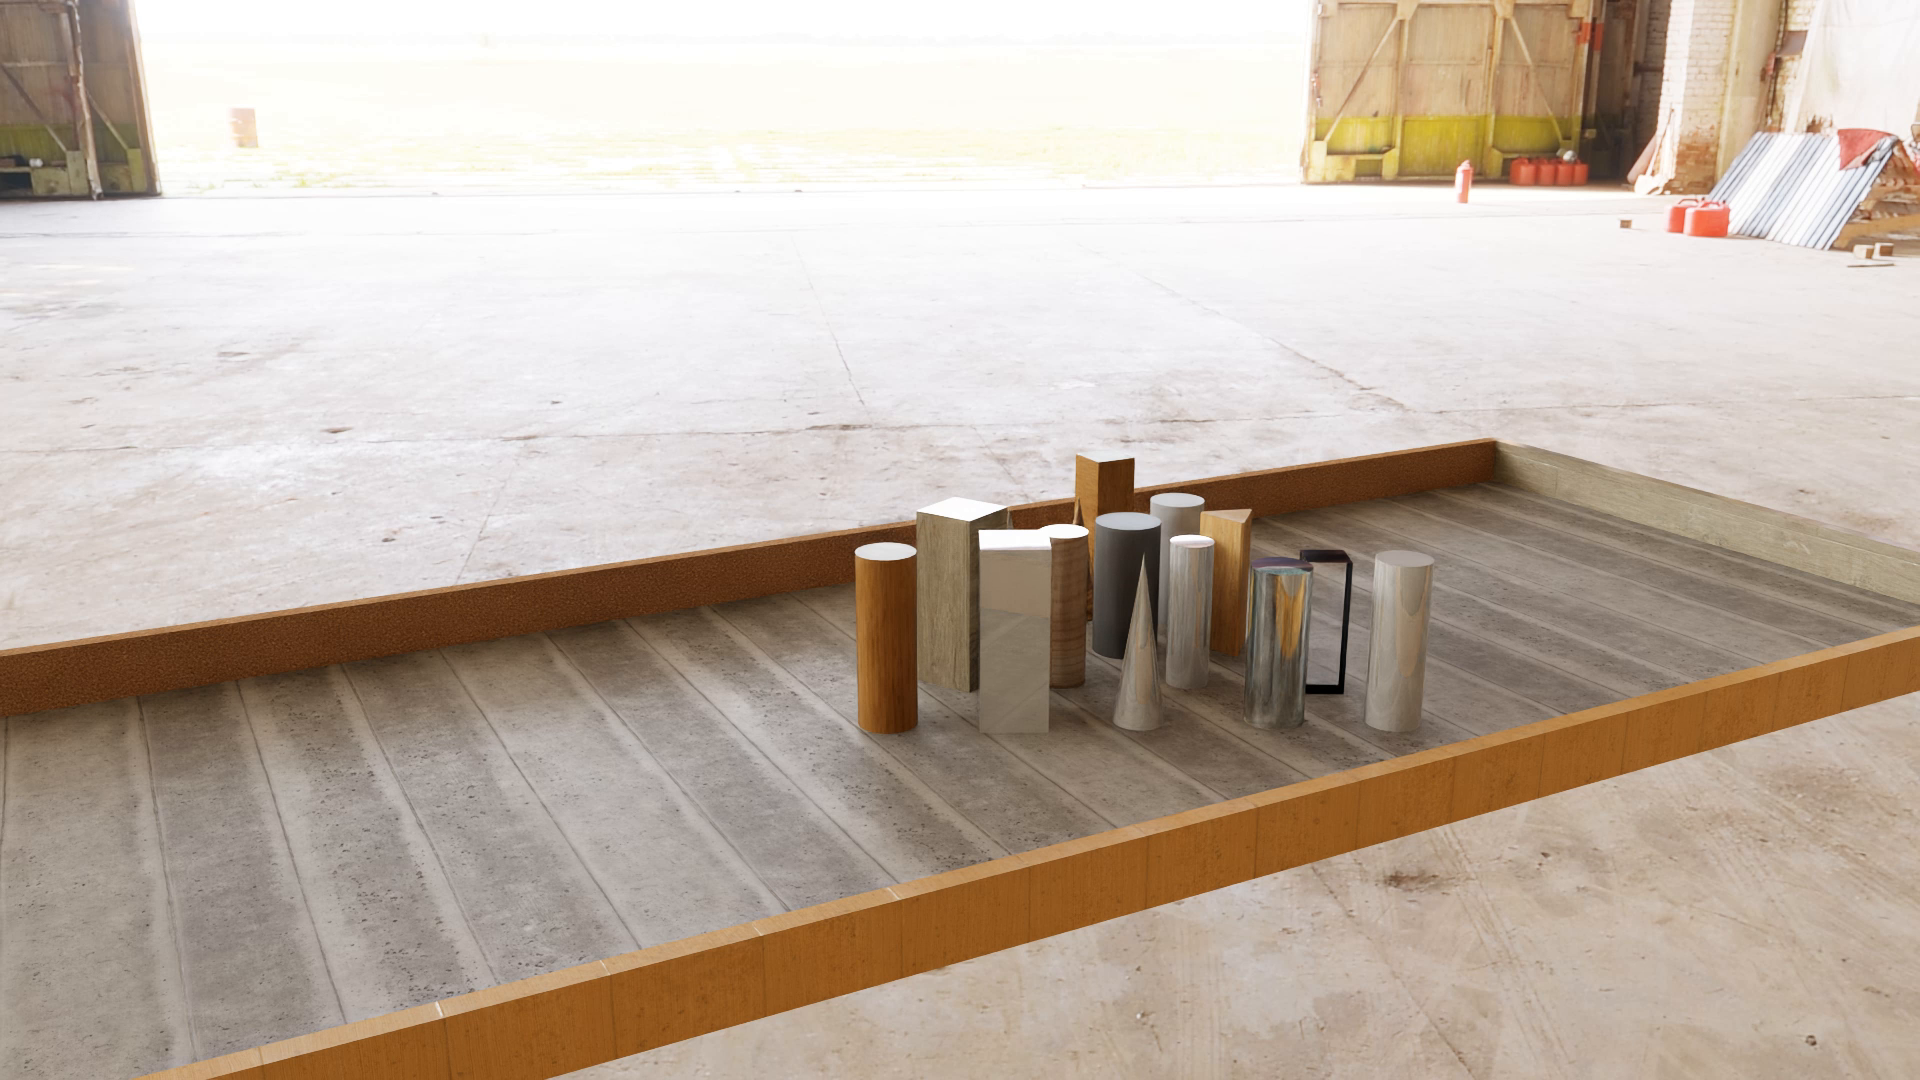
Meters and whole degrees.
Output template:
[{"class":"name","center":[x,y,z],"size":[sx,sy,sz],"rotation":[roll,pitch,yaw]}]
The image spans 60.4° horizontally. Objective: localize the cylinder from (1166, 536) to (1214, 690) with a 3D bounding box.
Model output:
[{"class":"cylinder","center":[0.570,0.179,4.095],"size":[0.108,0.367,0.108],"rotation":[0,16,0]}]

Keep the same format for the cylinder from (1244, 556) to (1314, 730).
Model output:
[{"class":"cylinder","center":[0.743,0.242,3.857],"size":[0.142,0.380,0.142],"rotation":[0,16,0]}]

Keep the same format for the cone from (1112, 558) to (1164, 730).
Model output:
[{"class":"cone","center":[0.422,0.229,3.845],"size":[0.124,0.411,0.124],"rotation":[0,16,0]}]

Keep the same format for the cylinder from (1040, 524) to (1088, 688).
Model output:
[{"class":"cylinder","center":[0.255,0.166,4.098],"size":[0.120,0.390,0.120],"rotation":[0,16,0]}]

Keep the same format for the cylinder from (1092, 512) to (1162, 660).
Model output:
[{"class":"cylinder","center":[0.436,0.119,4.327],"size":[0.171,0.351,0.171],"rotation":[0,16,0]}]

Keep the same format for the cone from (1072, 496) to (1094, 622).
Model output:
[{"class":"cone","center":[0.328,0.044,4.595],"size":[0.137,0.344,0.137],"rotation":[0,16,0]}]

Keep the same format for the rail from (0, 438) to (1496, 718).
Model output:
[{"class":"rail","center":[-3.305,0.497,3.399],"size":[12.000,0.150,0.050],"rotation":[-9,18,-27]}]

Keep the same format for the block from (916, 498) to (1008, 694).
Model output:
[{"class":"block","center":[0.005,0.135,4.113],"size":[0.160,0.442,0.160],"rotation":[11,20,34]}]

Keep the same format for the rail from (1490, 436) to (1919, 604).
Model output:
[{"class":"rail","center":[2.466,-0.048,5.253],"size":[0.050,0.150,2.100],"rotation":[-9,18,-27]}]

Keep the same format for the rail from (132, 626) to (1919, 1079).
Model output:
[{"class":"rail","center":[-2.336,1.006,1.665],"size":[12.000,0.150,0.050],"rotation":[-9,18,-27]}]

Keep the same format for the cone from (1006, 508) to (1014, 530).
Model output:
[{"class":"cone","center":[0.129,0.092,4.376],"size":[0.154,0.374,0.154],"rotation":[0,16,0]}]

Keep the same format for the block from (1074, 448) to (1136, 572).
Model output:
[{"class":"block","center":[0.421,-0.055,4.838],"size":[0.124,0.397,0.124],"rotation":[-8,18,-26]}]

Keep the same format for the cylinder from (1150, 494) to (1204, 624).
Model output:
[{"class":"cylinder","center":[0.598,0.051,4.582],"size":[0.147,0.337,0.147],"rotation":[0,16,0]}]

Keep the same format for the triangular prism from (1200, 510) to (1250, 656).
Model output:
[{"class":"triangular prism","center":[0.721,0.105,4.353],"size":[0.120,0.364,0.139],"rotation":[-14,22,-40]}]

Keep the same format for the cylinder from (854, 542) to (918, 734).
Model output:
[{"class":"cylinder","center":[-0.170,0.228,3.833],"size":[0.141,0.421,0.141],"rotation":[0,16,0]}]

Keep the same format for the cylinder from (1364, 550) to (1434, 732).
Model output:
[{"class":"cylinder","center":[1.021,0.235,3.842],"size":[0.131,0.402,0.131],"rotation":[0,16,0]}]

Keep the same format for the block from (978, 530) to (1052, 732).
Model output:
[{"class":"block","center":[0.125,0.213,3.845],"size":[0.159,0.443,0.159],"rotation":[0,16,-1]}]

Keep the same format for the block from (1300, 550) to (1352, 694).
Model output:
[{"class":"block","center":[0.892,0.202,4.067],"size":[0.108,0.339,0.108],"rotation":[0,16,1]}]
